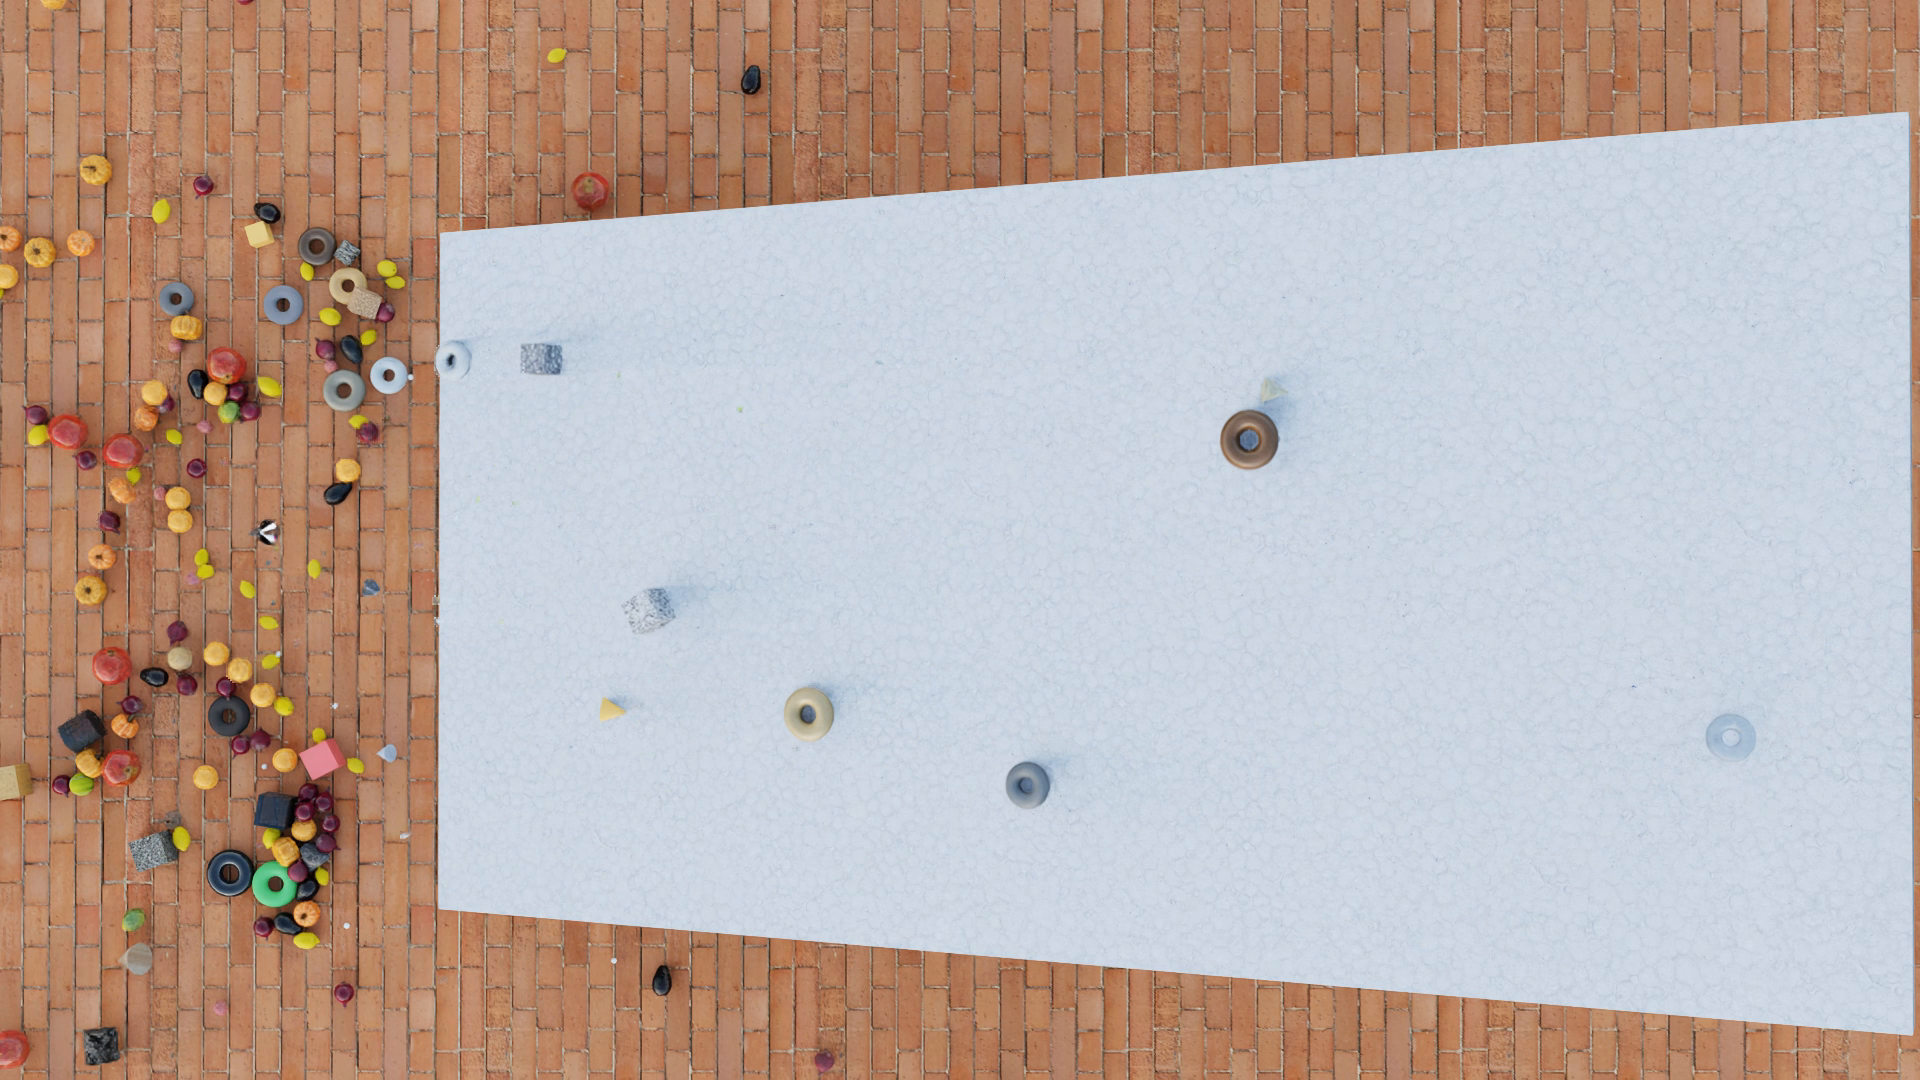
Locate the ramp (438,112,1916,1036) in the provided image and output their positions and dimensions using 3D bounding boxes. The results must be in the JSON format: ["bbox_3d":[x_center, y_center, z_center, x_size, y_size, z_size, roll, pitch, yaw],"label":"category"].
[{"bbox_3d":[0.281,0.081,5.679,4.000,0.100,2.000,0,89,26],"label":"ramp"}]

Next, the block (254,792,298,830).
[{"bbox_3d":[-2.035,0.805,6.543,0.091,0.091,0.091,10,89,0],"label":"block"}]

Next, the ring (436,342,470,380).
[{"bbox_3d":[-1.492,-0.526,6.469,0.116,0.039,0.116,0,90,25],"label":"ring"}]

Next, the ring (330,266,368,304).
[{"bbox_3d":[-1.832,-0.761,6.587,0.114,0.038,0.114,0,90,-4],"label":"ring"}]

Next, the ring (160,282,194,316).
[{"bbox_3d":[-2.348,-0.721,6.589,0.104,0.035,0.104,0,89,-1],"label":"ring"}]

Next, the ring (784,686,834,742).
[{"bbox_3d":[-0.407,0.470,5.926,0.148,0.049,0.148,0,91,25],"label":"ring"}]

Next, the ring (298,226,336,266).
[{"bbox_3d":[-1.925,-0.879,6.588,0.119,0.040,0.119,0,90,1],"label":"ring"}]

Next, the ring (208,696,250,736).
[{"bbox_3d":[-2.184,0.526,6.571,0.125,0.042,0.125,0,91,0],"label":"ring"}]

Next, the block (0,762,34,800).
[{"bbox_3d":[-2.832,0.721,6.542,0.095,0.095,0.095,-10,89,0],"label":"block"}]

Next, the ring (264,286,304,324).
[{"bbox_3d":[-2.026,-0.704,6.586,0.120,0.040,0.120,0,90,-1],"label":"ring"}]

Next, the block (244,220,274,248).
[{"bbox_3d":[-2.095,-0.914,6.579,0.058,0.058,0.058,-18,89,0],"label":"block"}]

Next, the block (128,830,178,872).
[{"bbox_3d":[-2.398,0.924,6.541,0.093,0.093,0.093,-19,89,0],"label":"block"}]

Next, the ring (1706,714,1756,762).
[{"bbox_3d":[1.719,0.441,4.902,0.109,0.036,0.109,0,90,25],"label":"ring"}]

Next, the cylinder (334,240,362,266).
[{"bbox_3d":[-1.833,-0.859,6.578,0.059,0.059,0.059,36,89,0],"label":"cylinder"}]

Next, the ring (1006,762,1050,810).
[{"bbox_3d":[0.173,0.630,5.647,0.123,0.041,0.123,-1,88,27],"label":"ring"}]

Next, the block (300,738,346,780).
[{"bbox_3d":[-1.896,0.652,6.546,0.088,0.088,0.088,-28,89,0],"label":"block"}]

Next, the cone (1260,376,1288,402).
[{"bbox_3d":[0.773,-0.364,5.374,0.064,0.064,0.064,7,89,-1],"label":"cone"}]

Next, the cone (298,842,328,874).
[{"bbox_3d":[-1.937,0.967,6.567,0.088,0.088,0.088,21,121,0],"label":"cone"}]

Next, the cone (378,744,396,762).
[{"bbox_3d":[-1.725,0.639,6.578,0.054,0.054,0.054,-5,89,27],"label":"cone"}]

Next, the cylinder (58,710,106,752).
[{"bbox_3d":[-2.612,0.569,6.545,0.093,0.093,0.093,-32,89,0],"label":"cylinder"}]

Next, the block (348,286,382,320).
[{"bbox_3d":[-1.774,-0.707,6.553,0.069,0.069,0.069,17,99,-32],"label":"block"}]

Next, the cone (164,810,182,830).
[{"bbox_3d":[-2.358,0.839,6.560,0.057,0.057,0.057,0,89,0],"label":"cone"}]

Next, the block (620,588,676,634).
[{"bbox_3d":[-0.866,0.199,6.127,0.093,0.093,0.093,-32,76,22],"label":"block"}]

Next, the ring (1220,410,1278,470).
[{"bbox_3d":[0.710,-0.245,5.392,0.149,0.050,0.149,0,90,25],"label":"ring"}]

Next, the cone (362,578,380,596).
[{"bbox_3d":[-1.777,0.153,6.584,0.054,0.054,0.054,-36,89,26],"label":"cone"}]

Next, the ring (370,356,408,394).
[{"bbox_3d":[-1.710,-0.493,6.585,0.112,0.037,0.112,0,88,1],"label":"ring"}]

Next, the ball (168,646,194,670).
[{"bbox_3d":[-2.325,0.353,6.558,0.072,0.072,0.072,0,89,0],"label":"ball"}]

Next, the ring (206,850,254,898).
[{"bbox_3d":[-2.177,0.995,6.563,0.143,0.048,0.143,0,91,1],"label":"ring"}]

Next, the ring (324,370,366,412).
[{"bbox_3d":[-1.842,-0.447,6.581,0.130,0.043,0.130,0,88,1],"label":"ring"}]

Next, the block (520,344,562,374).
[{"bbox_3d":[-1.201,-0.517,6.303,0.082,0.082,0.082,2,90,26],"label":"block"}]

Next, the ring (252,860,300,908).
[{"bbox_3d":[-2.041,1.026,6.563,0.140,0.047,0.140,0,89,-3],"label":"ring"}]

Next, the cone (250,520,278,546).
[{"bbox_3d":[-2.100,-0.020,6.580,0.078,0.078,0.078,-3,89,27],"label":"cone"}]
